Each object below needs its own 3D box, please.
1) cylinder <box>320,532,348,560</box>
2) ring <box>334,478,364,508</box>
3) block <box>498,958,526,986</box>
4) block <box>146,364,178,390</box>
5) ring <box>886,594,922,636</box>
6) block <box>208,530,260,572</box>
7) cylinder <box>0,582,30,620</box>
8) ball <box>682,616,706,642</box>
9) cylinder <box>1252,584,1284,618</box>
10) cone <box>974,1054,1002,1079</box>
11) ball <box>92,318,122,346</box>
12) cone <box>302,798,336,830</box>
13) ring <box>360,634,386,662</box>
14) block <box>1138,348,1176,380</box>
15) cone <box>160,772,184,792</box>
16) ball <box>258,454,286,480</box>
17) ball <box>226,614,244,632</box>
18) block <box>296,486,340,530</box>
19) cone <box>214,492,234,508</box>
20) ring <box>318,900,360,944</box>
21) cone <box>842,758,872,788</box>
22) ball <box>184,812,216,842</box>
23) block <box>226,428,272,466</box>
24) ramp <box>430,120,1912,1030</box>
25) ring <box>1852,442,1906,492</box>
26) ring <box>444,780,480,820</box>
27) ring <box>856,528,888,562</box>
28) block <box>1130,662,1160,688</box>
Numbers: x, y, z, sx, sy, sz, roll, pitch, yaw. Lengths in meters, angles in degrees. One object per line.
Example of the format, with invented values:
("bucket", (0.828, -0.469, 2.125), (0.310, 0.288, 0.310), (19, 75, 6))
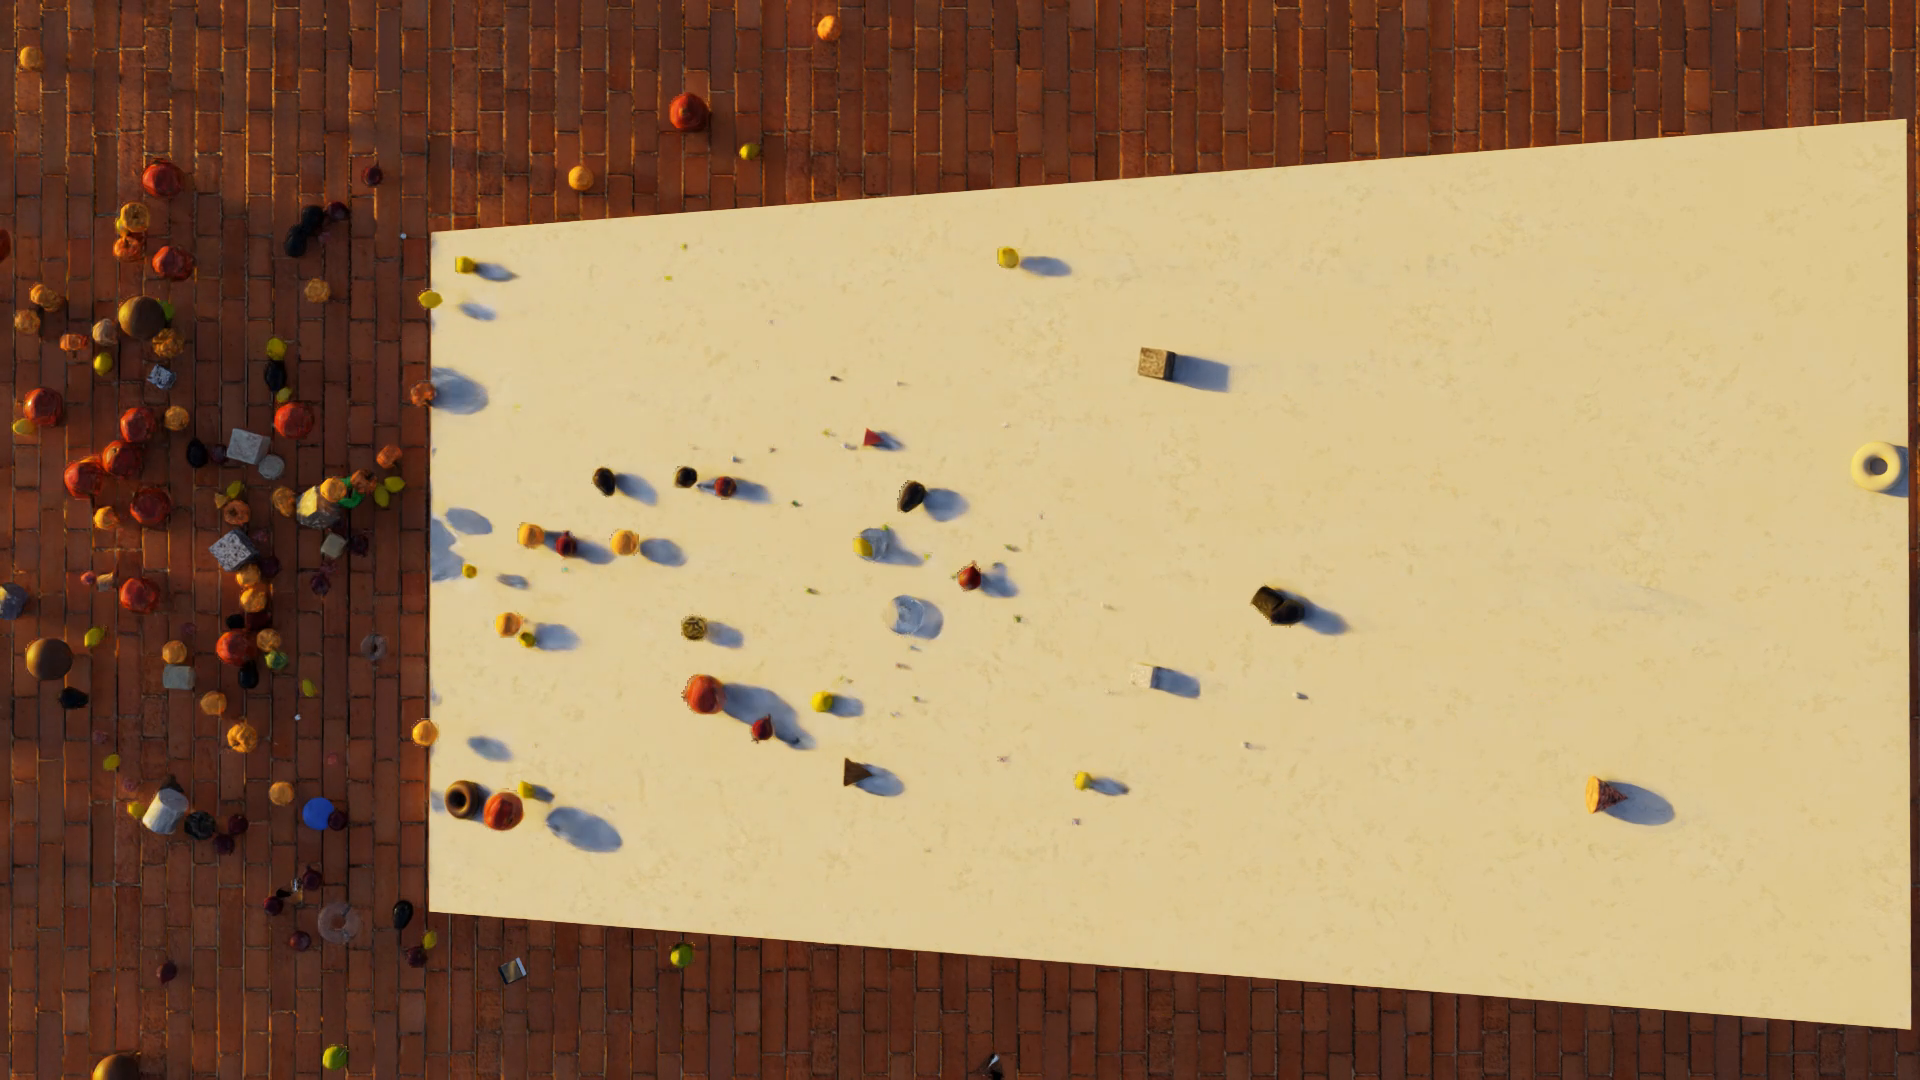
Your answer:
("cylinder", (-1.852, 0.018, 6.504), (0.063, 0.063, 0.063), (27, 85, 0))
("ring", (-1.823, -0.140, 6.556), (0.094, 0.031, 0.094), (0, 88, 0))
("block", (-1.329, 1.280, 6.527), (0.056, 0.056, 0.056), (-25, 89, 0))
("block", (-2.374, -0.485, 6.548), (0.055, 0.055, 0.055), (33, 89, 0))
("ring", (-0.148, 0.199, 5.819), (0.109, 0.036, 0.109), (0, 90, 23))
("block", (-2.153, 0.033, 6.525), (0.090, 0.090, 0.090), (-38, 89, 0))
("cylinder", (-2.816, 0.183, 6.519), (0.081, 0.081, 0.081), (33, 102, 0))
("ball", (-0.733, 0.245, 6.065), (0.067, 0.067, 0.067), (0, 89, 0))
("cylinder", (0.756, 0.151, 5.398), (0.058, 0.058, 0.058), (39, 89, 20))
("cone", (0.073, 1.574, 6.534), (0.078, 0.078, 0.078), (-20, 89, 26))
("ball", (-2.535, -0.616, 6.536), (0.083, 0.083, 0.083), (0, 89, 0))
("cone", (-1.913, 0.816, 6.512), (0.098, 0.098, 0.098), (0, 89, 0))
("ring", (-1.747, 0.320, 6.551), (0.082, 0.027, 0.082), (0, 87, 7))
("block", (0.493, -0.442, 5.518), (0.069, 0.069, 0.069), (9, 93, 24))
("cone", (-2.337, 0.736, 6.547), (0.064, 0.064, 0.064), (37, 89, -26))
("ball", (-2.044, -0.216, 6.535), (0.076, 0.076, 0.076), (0, 89, 0))
("ball", (-2.155, 0.246, 6.541), (0.052, 0.052, 0.052), (0, 89, 0))
("block", (-1.896, -0.095, 6.499), (0.086, 0.086, 0.086), (-28, 57, 28))
("cone", (-2.192, -0.123, 6.560), (0.051, 0.051, 0.051), (-15, 89, -27))
("ring", (-1.846, 1.136, 6.535), (0.131, 0.044, 0.131), (0, 87, 2))
("cone", (-0.270, 0.624, 5.869), (0.079, 0.079, 0.079), (3, 89, -6))
("ball", (-2.251, 0.847, 6.510), (0.089, 0.089, 0.089), (0, 89, 0))
("block", (-2.112, -0.276, 6.529), (0.088, 0.088, 0.088), (16, 89, 0))
("ramp", (0.283, 0.083, 5.700), (4.000, 0.100, 2.000), (0, 89, 24))
("ring", (2.023, -0.161, 4.842), (0.113, 0.038, 0.113), (0, 91, 25))
("ring", (-1.449, 0.755, 6.399), (0.115, 0.038, 0.115), (0, 90, 24))
("ring", (-0.237, 0.013, 5.864), (0.092, 0.031, 0.092), (-1, 88, 25))
("block", (0.464, 0.340, 5.530), (0.055, 0.055, 0.055), (11, 94, 24))
